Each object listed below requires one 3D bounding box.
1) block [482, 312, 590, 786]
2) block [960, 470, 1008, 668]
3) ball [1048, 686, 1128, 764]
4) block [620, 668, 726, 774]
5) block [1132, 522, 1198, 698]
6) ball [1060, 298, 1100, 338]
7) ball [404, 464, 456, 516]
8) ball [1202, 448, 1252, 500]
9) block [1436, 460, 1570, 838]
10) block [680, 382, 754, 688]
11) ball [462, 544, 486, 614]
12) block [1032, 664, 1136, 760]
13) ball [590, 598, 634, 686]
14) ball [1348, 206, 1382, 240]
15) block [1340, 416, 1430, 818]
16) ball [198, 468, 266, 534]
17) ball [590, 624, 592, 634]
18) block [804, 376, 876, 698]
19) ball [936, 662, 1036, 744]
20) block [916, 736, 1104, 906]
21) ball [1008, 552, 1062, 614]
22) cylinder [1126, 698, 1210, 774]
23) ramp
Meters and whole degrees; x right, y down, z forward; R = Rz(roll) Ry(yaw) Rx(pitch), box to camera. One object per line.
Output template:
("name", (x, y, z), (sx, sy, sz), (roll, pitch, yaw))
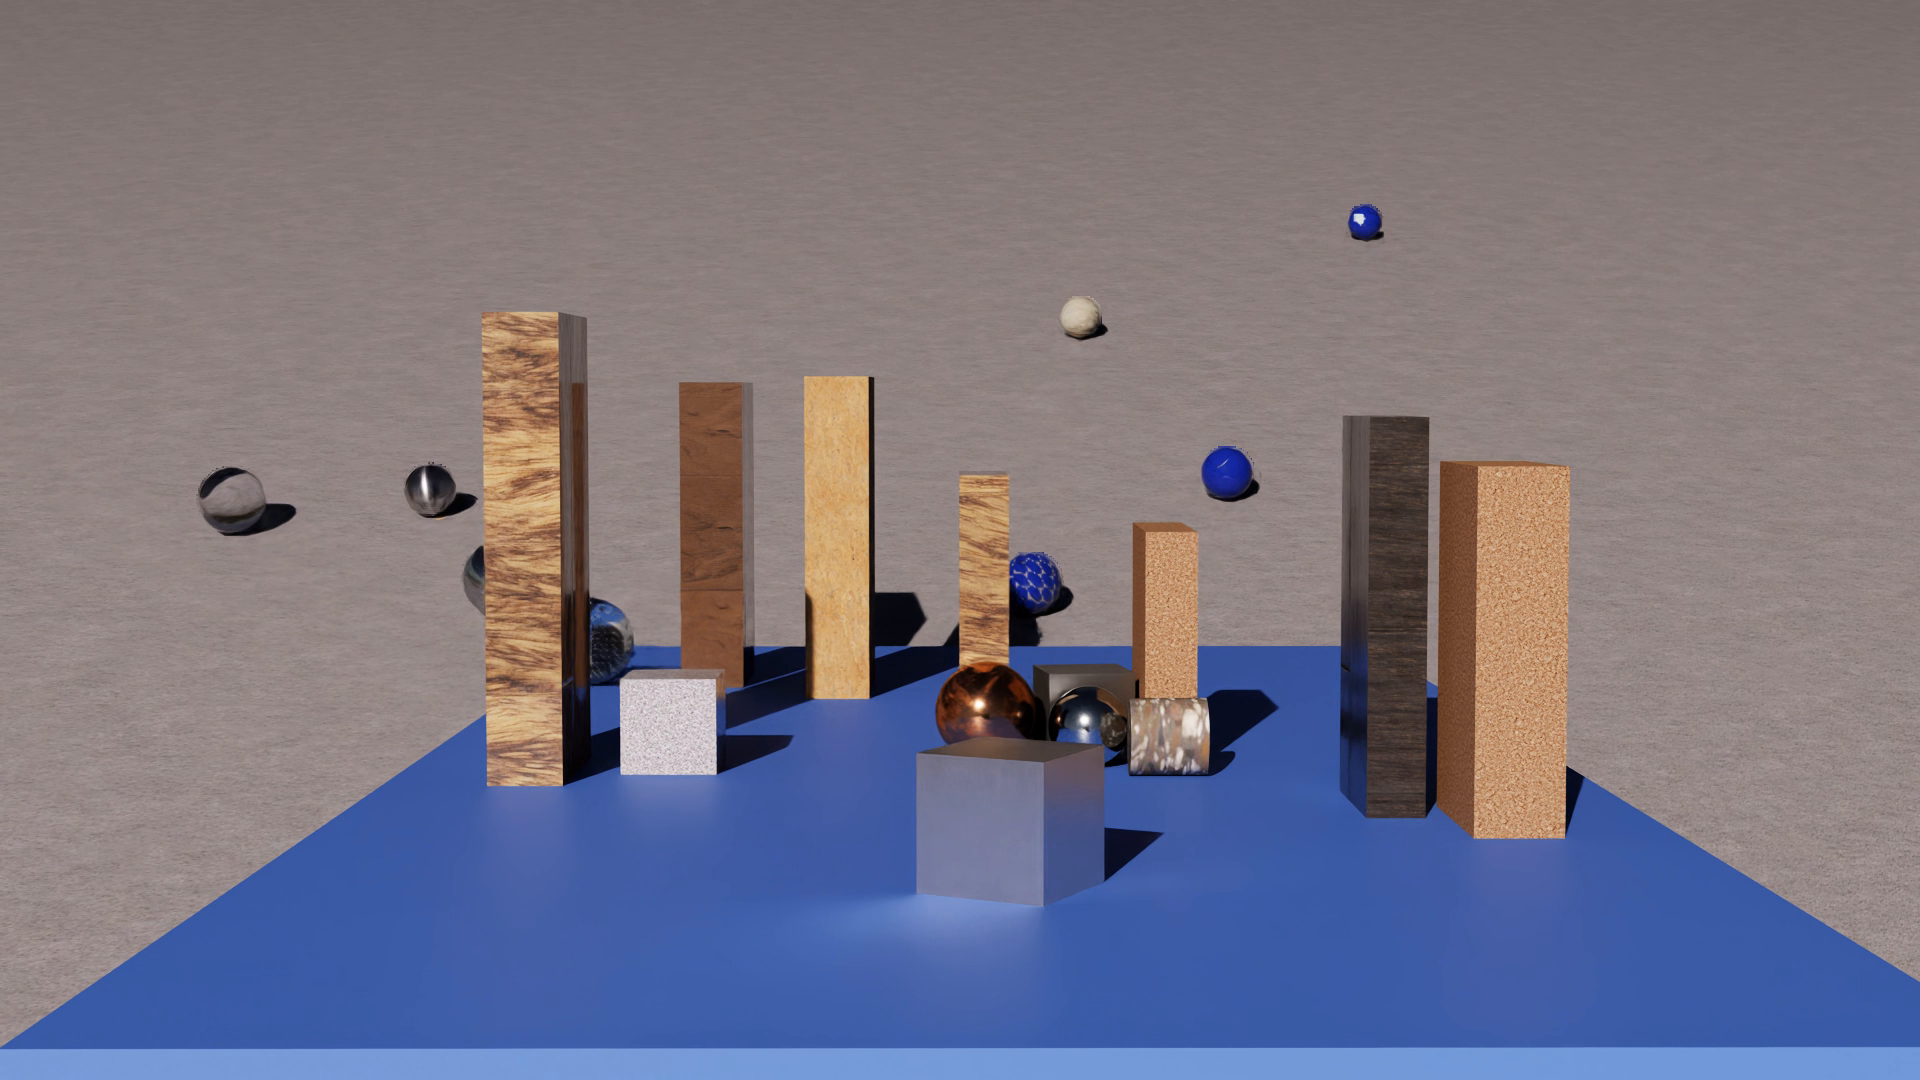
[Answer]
("block", (-0.715, 0.007, 4.358), (0.124, 0.775, 0.327), (0, 3, 0))
("block", (0.042, 0.127, 4.687), (0.087, 0.498, 0.274), (0, 3, 0))
("ball", (0.222, 0.321, 4.427), (0.140, 0.140, 0.140), (0, 21, 0))
("block", (-0.492, 0.311, 4.419), (0.162, 0.162, 0.162), (0, 3, 0))
("block", (0.361, 0.180, 4.553), (0.089, 0.407, 0.324), (0, 3, 0))
("ball", (0.443, -0.821, 9.480), (0.149, 0.149, 0.149), (0, 21, 0))
("ball", (-1.586, -0.149, 7.690), (0.153, 0.153, 0.153), (0, 21, 0))
("ball", (0.813, -0.203, 7.827), (0.157, 0.157, 0.157), (0, 21, 0))
("block", (0.809, 0.155, 3.846), (0.132, 0.538, 0.289), (0, 3, 0))
("block", (-0.542, -0.019, 5.755), (0.136, 0.666, 0.313), (0, 3, 0))
("ball", (-1.241, 0.105, 6.944), (0.206, 0.206, 0.206), (0, 21, 0))
("block", (0.220, 0.306, 4.575), (0.153, 0.153, 0.153), (-1, 3, -9))
("ball", (-0.815, 0.224, 5.659), (0.193, 0.193, 0.193), (0, 21, 0))
("ball", (1.714, -1.342, 10.876), (0.140, 0.140, 0.140), (0, 21, 0))
("block", (0.660, 0.111, 4.011), (0.090, 0.607, 0.271), (0, 3, 0))
("ball", (-2.137, -0.116, 7.545), (0.194, 0.194, 0.194), (0, 21, 0))
("ball", (-0.955, 0.209, 6.018), (0.181, 0.181, 0.181), (0, 21, 0))
("block", (-0.259, -0.015, 5.590), (0.134, 0.678, 0.400), (0, 3, 0))
("ball", (0.045, 0.300, 4.471), (0.177, 0.177, 0.177), (0, 21, 0))
("block", (0.067, 0.363, 3.346), (0.182, 0.182, 0.182), (2, 4, 28))
("ball", (0.192, 0.118, 6.961), (0.167, 0.167, 0.167), (0, 21, 0))
("cylinder", (0.350, 0.332, 4.334), (0.130, 0.130, 0.130), (0, 21, 0))
("ramp", (0.048, 0.435, 4.532), (2.000, 0.100, 4.000), (0, 3, 0))
